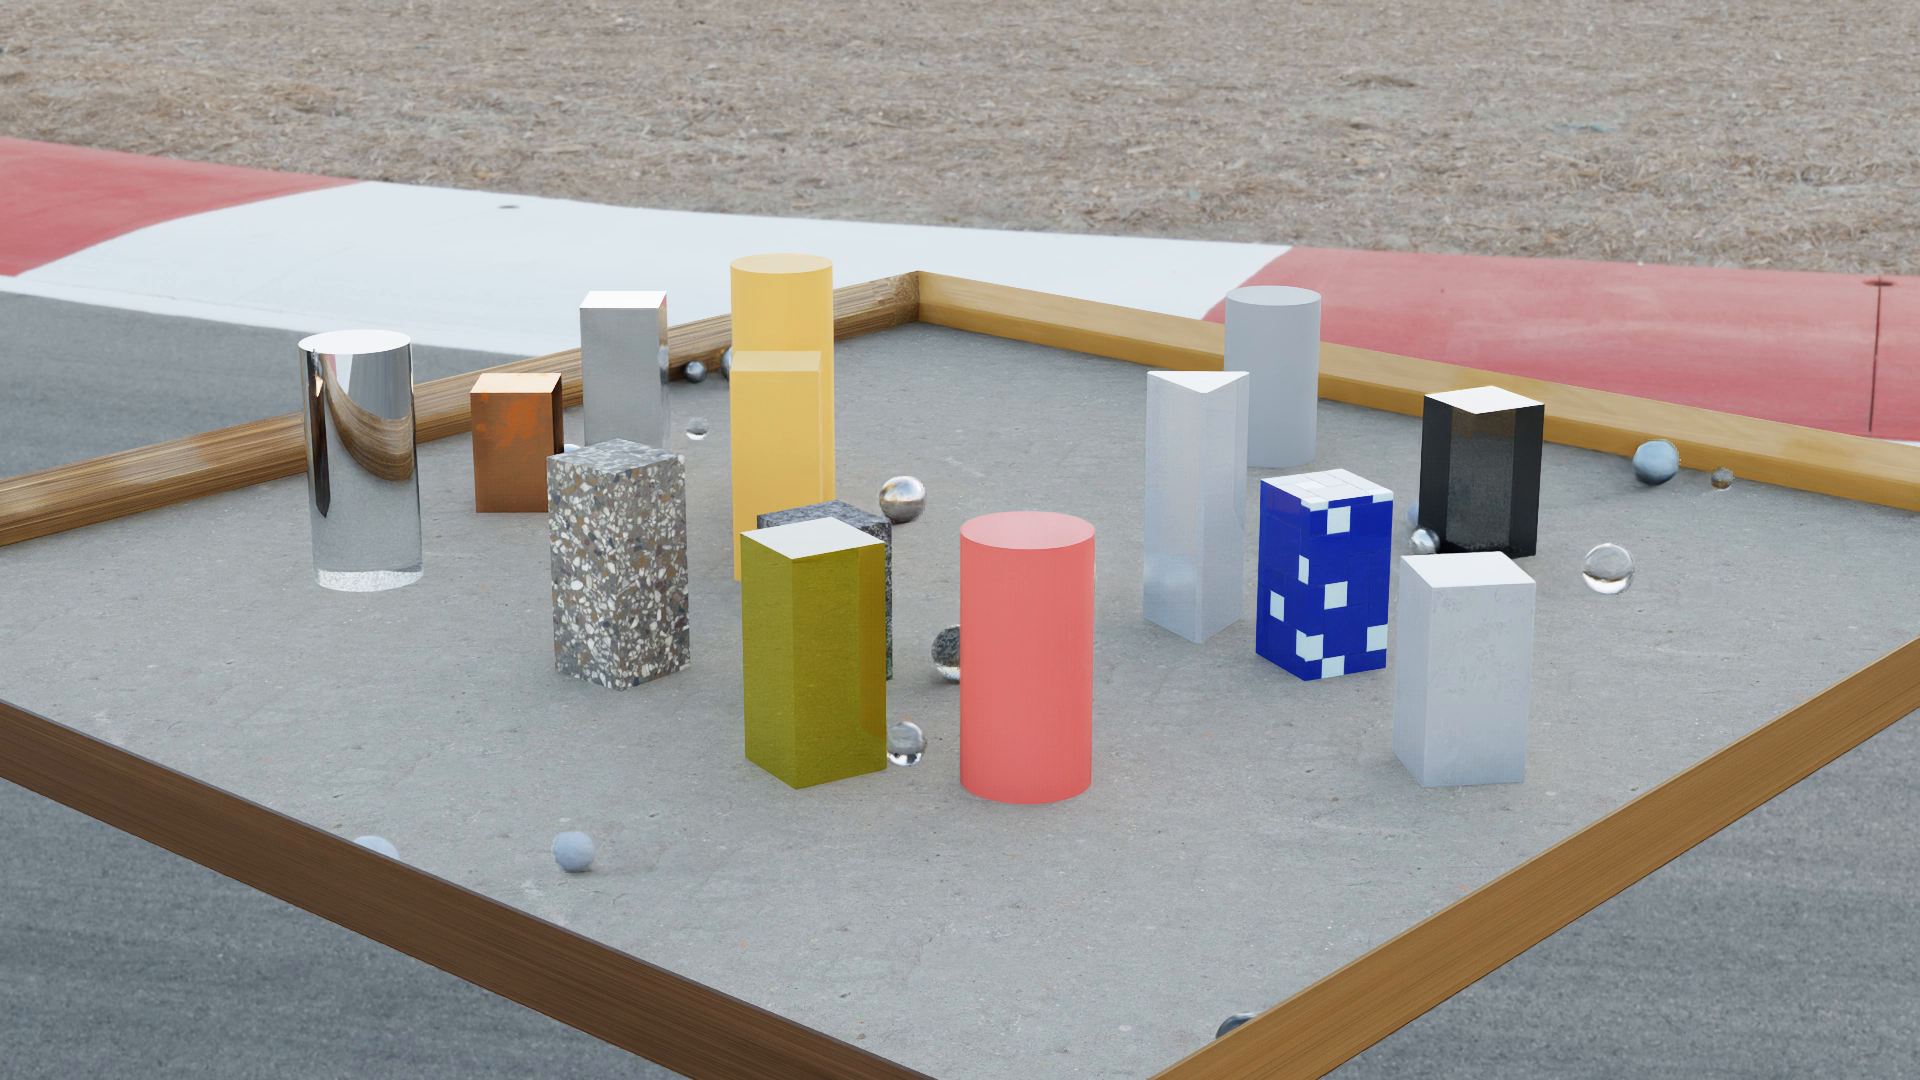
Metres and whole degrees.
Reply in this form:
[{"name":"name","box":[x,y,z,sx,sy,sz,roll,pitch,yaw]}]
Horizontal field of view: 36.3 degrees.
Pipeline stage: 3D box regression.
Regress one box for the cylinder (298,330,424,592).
[{"name":"cylinder","box":[-1.055,-0.142,5.174,0.192,0.427,0.192,0,17,0]}]

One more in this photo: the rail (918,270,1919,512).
[{"name":"rail","box":[1.027,-0.311,6.253,3.033,0.125,0.045,14,22,39]}]

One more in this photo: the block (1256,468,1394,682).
[{"name":"block","box":[0.589,0.055,4.749,0.154,0.296,0.154,-8,18,-24]}]

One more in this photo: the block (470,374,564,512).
[{"name":"block","box":[-0.851,-0.188,5.656,0.154,0.237,0.154,0,17,0]}]

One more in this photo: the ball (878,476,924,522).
[{"name":"ball","box":[-0.110,-0.077,5.547,0.088,0.088,0.088,0,17,0]}]

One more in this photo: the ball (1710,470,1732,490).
[{"name":"ball","box":[1.496,-0.117,5.759,0.041,0.041,0.041,0,17,0]}]

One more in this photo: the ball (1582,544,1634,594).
[{"name":"ball","box":[1.133,0.051,5.123,0.088,0.088,0.088,0,17,0]}]

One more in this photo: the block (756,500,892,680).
[{"name":"block","box":[-0.215,0.092,4.680,0.154,0.264,0.154,-12,21,-35]}]

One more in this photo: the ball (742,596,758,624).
[{"name":"ball","box":[-0.345,0.117,4.973,0.048,0.048,0.048,0,17,0]}]

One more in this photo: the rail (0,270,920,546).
[{"name":"rail","box":[-1.127,-0.252,6.057,0.045,0.125,3.180,14,22,39]}]

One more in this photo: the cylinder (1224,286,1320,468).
[{"name":"cylinder","box":[0.633,-0.334,5.971,0.192,0.334,0.192,0,17,0]}]

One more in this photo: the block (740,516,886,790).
[{"name":"block","box":[-0.214,0.164,4.296,0.154,0.350,0.154,-10,20,-31]}]

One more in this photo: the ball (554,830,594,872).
[{"name":"ball","box":[-0.521,0.420,3.958,0.055,0.055,0.055,0,17,0]}]

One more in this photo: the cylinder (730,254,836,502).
[{"name":"cylinder","box":[-0.336,-0.291,5.577,0.192,0.479,0.192,0,17,0]}]

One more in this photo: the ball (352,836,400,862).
[{"name":"ball","box":[-0.780,0.432,3.866,0.084,0.084,0.084,0,17,0]}]

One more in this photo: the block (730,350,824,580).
[{"name":"block","box":[-0.324,-0.133,5.223,0.154,0.382,0.154,0,17,0]}]

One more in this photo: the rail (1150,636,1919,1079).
[{"name":"rail","box":[1.127,0.314,4.183,0.045,0.125,3.180,14,22,39]}]

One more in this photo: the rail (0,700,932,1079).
[{"name":"rail","box":[-1.027,0.373,3.988,3.033,0.125,0.045,14,22,39]}]

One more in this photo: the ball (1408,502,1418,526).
[{"name":"ball","box":[0.867,-0.050,5.524,0.048,0.048,0.048,0,17,0]}]

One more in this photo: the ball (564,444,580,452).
[{"name":"ball","box":[-0.776,-0.157,5.843,0.069,0.069,0.069,0,17,0]}]

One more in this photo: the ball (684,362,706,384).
[{"name":"ball","box":[-0.598,-0.378,6.608,0.050,0.050,0.050,0,17,0]}]

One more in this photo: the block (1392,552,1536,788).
[{"name":"block","box":[0.735,0.188,4.292,0.154,0.305,0.154,-3,17,-8]}]

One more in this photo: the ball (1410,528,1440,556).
[{"name":"ball","box":[0.845,0.005,5.333,0.054,0.054,0.054,0,17,0]}]

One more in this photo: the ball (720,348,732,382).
[{"name":"ball","box":[-0.494,-0.392,6.590,0.089,0.089,0.089,0,17,0]}]

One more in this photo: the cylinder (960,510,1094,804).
[{"name":"cylinder","box":[0.096,0.168,4.229,0.192,0.381,0.192,0,17,0]}]

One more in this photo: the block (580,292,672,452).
[{"name":"block","box":[-0.664,-0.305,5.841,0.154,0.355,0.154,0,17,1]}]

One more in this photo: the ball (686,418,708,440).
[{"name":"ball","box":[-0.550,-0.231,6.131,0.045,0.045,0.045,0,17,0]}]

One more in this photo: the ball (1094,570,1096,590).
[{"name":"ball","box":[0.187,0.069,5.048,0.096,0.096,0.096,0,17,0]}]

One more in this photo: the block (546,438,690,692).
[{"name":"block","box":[-0.546,0.038,4.700,0.154,0.358,0.154,14,22,38]}]

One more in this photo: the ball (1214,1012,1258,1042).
[{"name":"ball","box":[0.331,0.582,3.388,0.073,0.073,0.073,0,17,0]}]

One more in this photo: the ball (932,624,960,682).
[{"name":"ball","box":[-0.001,0.180,4.690,0.090,0.090,0.090,0,17,0]}]

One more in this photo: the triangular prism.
[{"name":"triangular prism","box":[0.376,-0.065,4.917,0.144,0.428,0.166,10,19,29]}]

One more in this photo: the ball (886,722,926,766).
[{"name":"ball","box":[-0.082,0.301,4.333,0.065,0.065,0.065,0,17,0]}]

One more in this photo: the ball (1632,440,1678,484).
[{"name":"ball","box":[1.375,-0.153,5.798,0.088,0.088,0.088,0,17,0]}]

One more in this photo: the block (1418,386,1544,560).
[{"name":"block","box":[0.947,-0.118,5.342,0.154,0.284,0.154,-8,19,-26]}]
